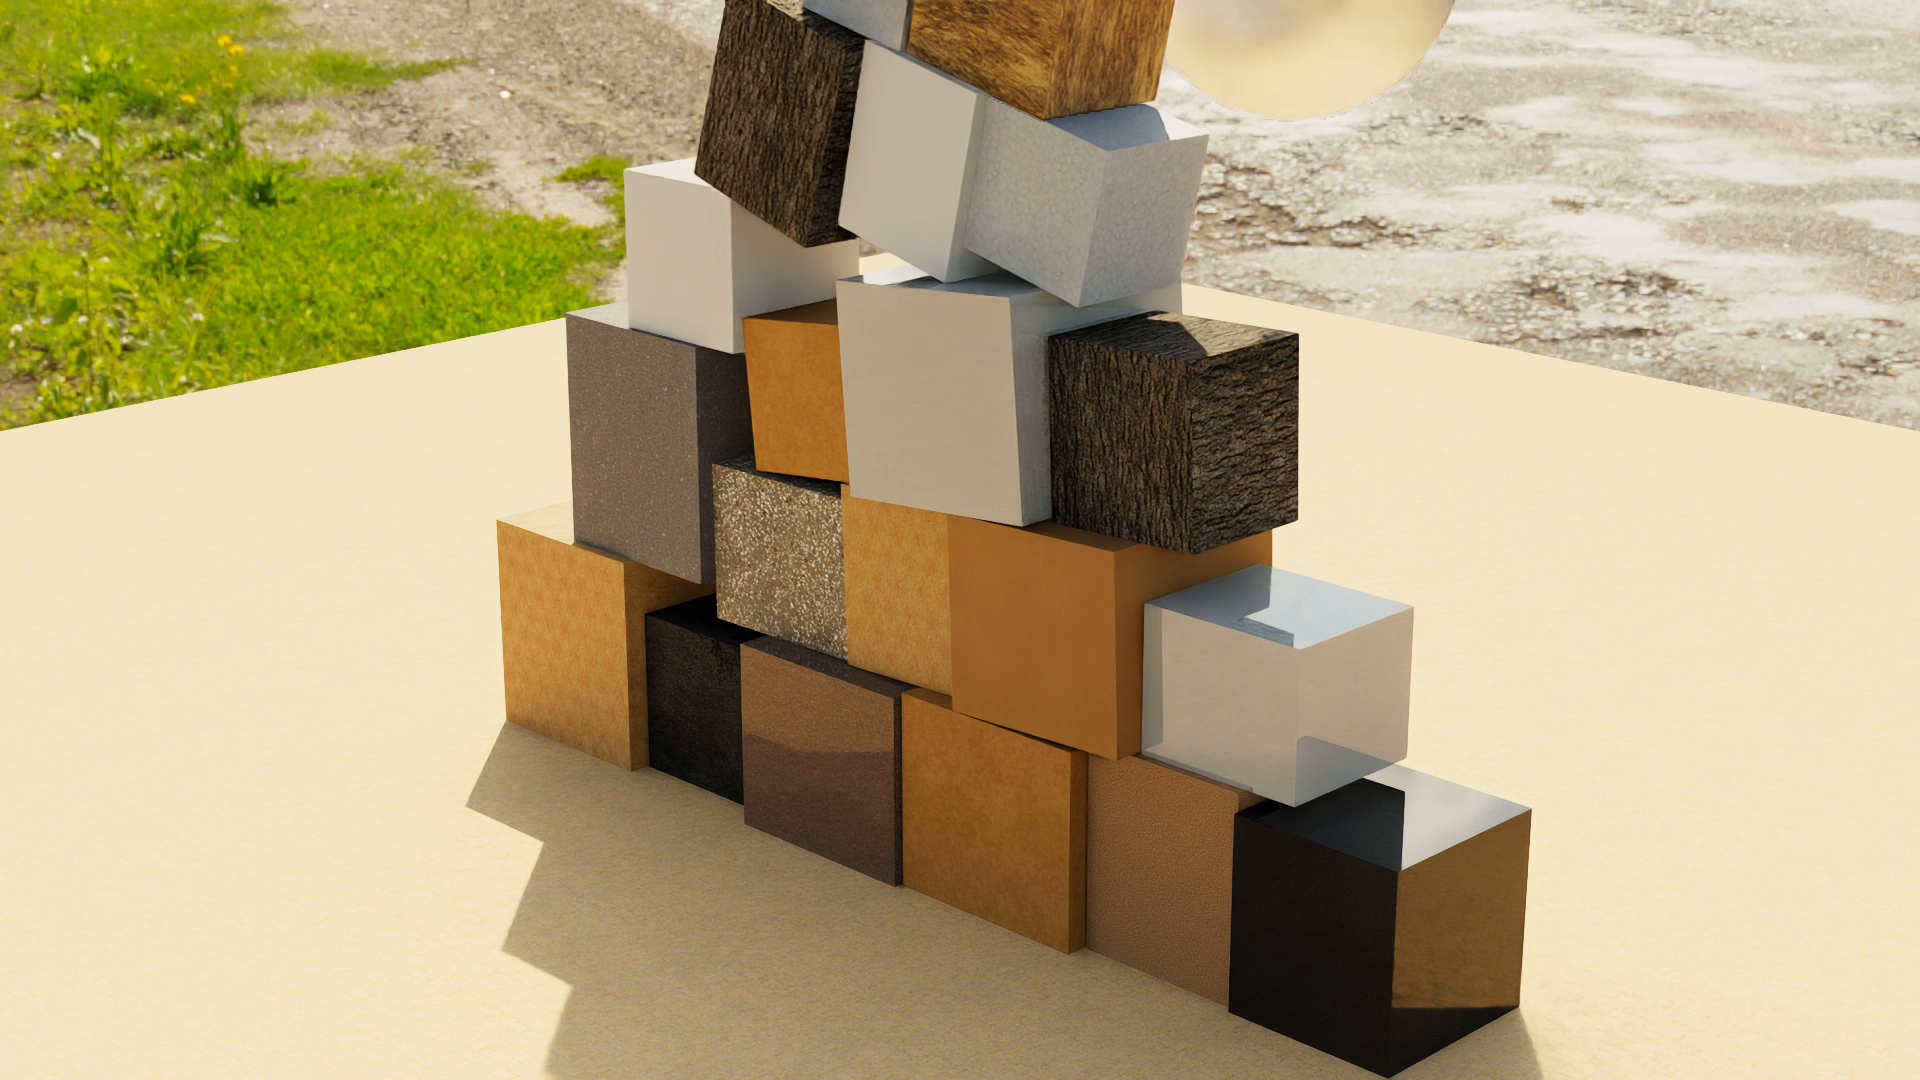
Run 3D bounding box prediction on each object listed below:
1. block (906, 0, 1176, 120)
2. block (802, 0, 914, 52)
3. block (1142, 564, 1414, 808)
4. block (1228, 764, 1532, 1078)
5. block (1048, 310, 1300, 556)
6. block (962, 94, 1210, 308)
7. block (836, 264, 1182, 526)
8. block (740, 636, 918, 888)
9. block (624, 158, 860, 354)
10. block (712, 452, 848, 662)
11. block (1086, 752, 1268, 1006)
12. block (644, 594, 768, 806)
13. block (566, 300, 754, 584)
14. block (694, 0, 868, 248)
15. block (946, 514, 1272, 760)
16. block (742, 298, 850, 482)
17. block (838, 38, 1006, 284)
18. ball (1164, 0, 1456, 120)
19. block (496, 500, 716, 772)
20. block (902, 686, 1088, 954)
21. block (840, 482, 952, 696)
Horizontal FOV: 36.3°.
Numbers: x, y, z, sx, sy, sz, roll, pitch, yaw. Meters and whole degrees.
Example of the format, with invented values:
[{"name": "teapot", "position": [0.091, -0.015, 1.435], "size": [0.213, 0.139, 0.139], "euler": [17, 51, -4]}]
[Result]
[{"name": "block", "position": [0.352, -2.252, 12.297], "size": [0.690, 0.654, 0.824], "euler": [-16, 37, -42]}, {"name": "block", "position": [-0.189, -2.531, 12.741], "size": [0.680, 0.578, 0.633], "euler": [-17, 37, -42]}, {"name": "block", "position": [1.313, 0.584, 12.158], "size": [0.816, 0.669, 0.748], "euler": [17, 24, 42]}, {"name": "block", "position": [1.718, 1.522, 12.022], "size": [0.899, 0.888, 0.820], "euler": [-17, 24, -42]}, {"name": "block", "position": [0.894, -0.464, 12.250], "size": [0.784, 0.804, 0.679], "euler": [14, 22, 43]}, {"name": "block", "position": [0.523, -1.470, 12.329], "size": [0.625, 0.683, 0.699], "euler": [-16, 37, -42]}, {"name": "block", "position": [0.237, -0.708, 12.887], "size": [1.072, 0.969, 1.058], "euler": [-17, 19, -42]}, {"name": "block", "position": [-0.274, 0.916, 13.907], "size": [1.101, 0.914, 1.040], "euler": [-17, 24, -42]}, {"name": "block", "position": [-1.034, -1.390, 13.956], "size": [0.761, 0.762, 0.804], "euler": [17, 24, 42]}, {"name": "block", "position": [-0.568, 0.016, 13.955], "size": [0.779, 0.773, 0.927], "euler": [-17, 23, -42]}, {"name": "block", "position": [1.139, 1.307, 12.579], "size": [0.855, 0.963, 0.821], "euler": [-17, 24, -42]}, {"name": "block", "position": [-0.954, 0.757, 14.583], "size": [0.826, 0.811, 0.881], "euler": [-17, 24, -42]}, {"name": "block", "position": [-1.260, -0.546, 14.479], "size": [0.914, 1.165, 0.984], "euler": [-17, 24, -42]}, {"name": "block", "position": [-0.558, -1.967, 13.221], "size": [0.826, 0.942, 0.790], "euler": [-17, 41, -43]}, {"name": "block", "position": [0.658, 0.291, 12.735], "size": [1.016, 0.901, 0.969], "euler": [-17, 22, -42]}, {"name": "block", "position": [-0.440, -0.709, 13.563], "size": [0.711, 0.719, 0.816], "euler": [-17, 17, -42]}, {"name": "block", "position": [0.054, -1.704, 12.798], "size": [0.807, 0.852, 0.697], "euler": [-16, 37, -42]}, {"name": "ball", "position": [1.623, -2.835, 14.152], "size": [1.600, 1.600, 1.600], "euler": [0, 17, 0]}, {"name": "block", "position": [-1.640, 0.416, 15.193], "size": [1.049, 1.097, 1.035], "euler": [-17, 24, -42]}, {"name": "block", "position": [0.456, 1.130, 13.192], "size": [0.998, 0.934, 1.028], "euler": [-17, 24, -42]}, {"name": "block", "position": [0.031, 0.146, 13.340], "size": [0.783, 0.861, 0.792], "euler": [-17, 22, -42]}]
